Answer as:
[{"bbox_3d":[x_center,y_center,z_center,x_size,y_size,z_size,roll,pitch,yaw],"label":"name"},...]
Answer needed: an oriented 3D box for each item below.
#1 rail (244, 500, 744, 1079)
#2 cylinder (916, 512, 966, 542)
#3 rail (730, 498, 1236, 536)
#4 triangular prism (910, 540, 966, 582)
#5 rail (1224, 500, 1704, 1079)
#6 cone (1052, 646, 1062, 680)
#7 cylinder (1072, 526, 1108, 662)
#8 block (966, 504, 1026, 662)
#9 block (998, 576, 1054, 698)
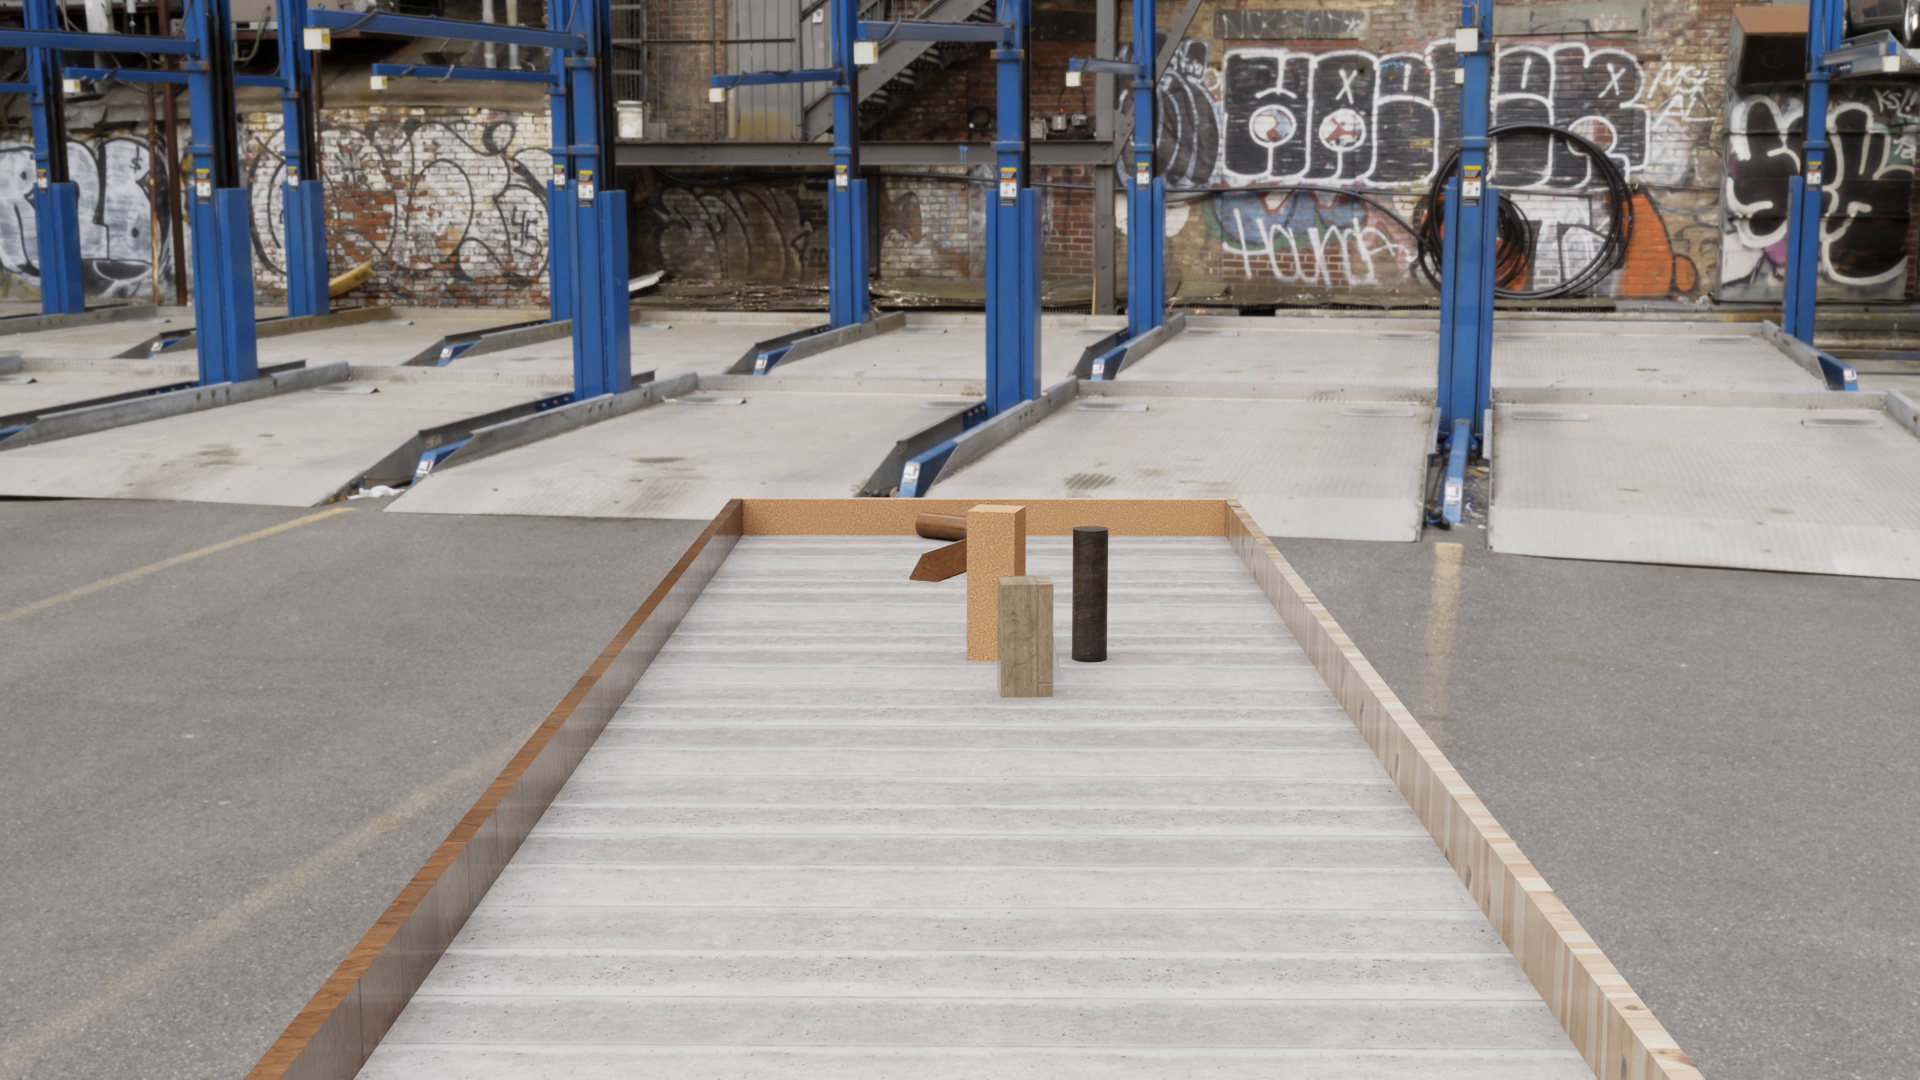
[{"bbox_3d":[-1.004,0.839,3.234,0.050,0.150,12.000,0,9,1],"label":"rail"},{"bbox_3d":[0.004,-0.047,8.970,0.392,0.105,0.105,7,11,37],"label":"cylinder"},{"bbox_3d":[0.099,-0.098,9.147,2.100,0.150,0.050,0,9,1],"label":"rail"},{"bbox_3d":[-0.043,0.067,8.243,0.117,0.101,0.428,5,10,24],"label":"triangular prism"},{"bbox_3d":[1.046,0.843,3.208,0.050,0.150,12.000,0,9,1],"label":"rail"},{"bbox_3d":[0.233,0.252,6.444,0.132,0.305,0.132,0,9,0],"label":"cone"},{"bbox_3d":[0.395,0.164,6.689,0.109,0.402,0.109,0,9,0],"label":"cylinder"},{"bbox_3d":[0.111,0.131,6.718,0.148,0.459,0.148,2,9,15],"label":"block"},{"bbox_3d":[0.185,0.273,6.254,0.147,0.323,0.147,0,9,-3],"label":"block"}]
